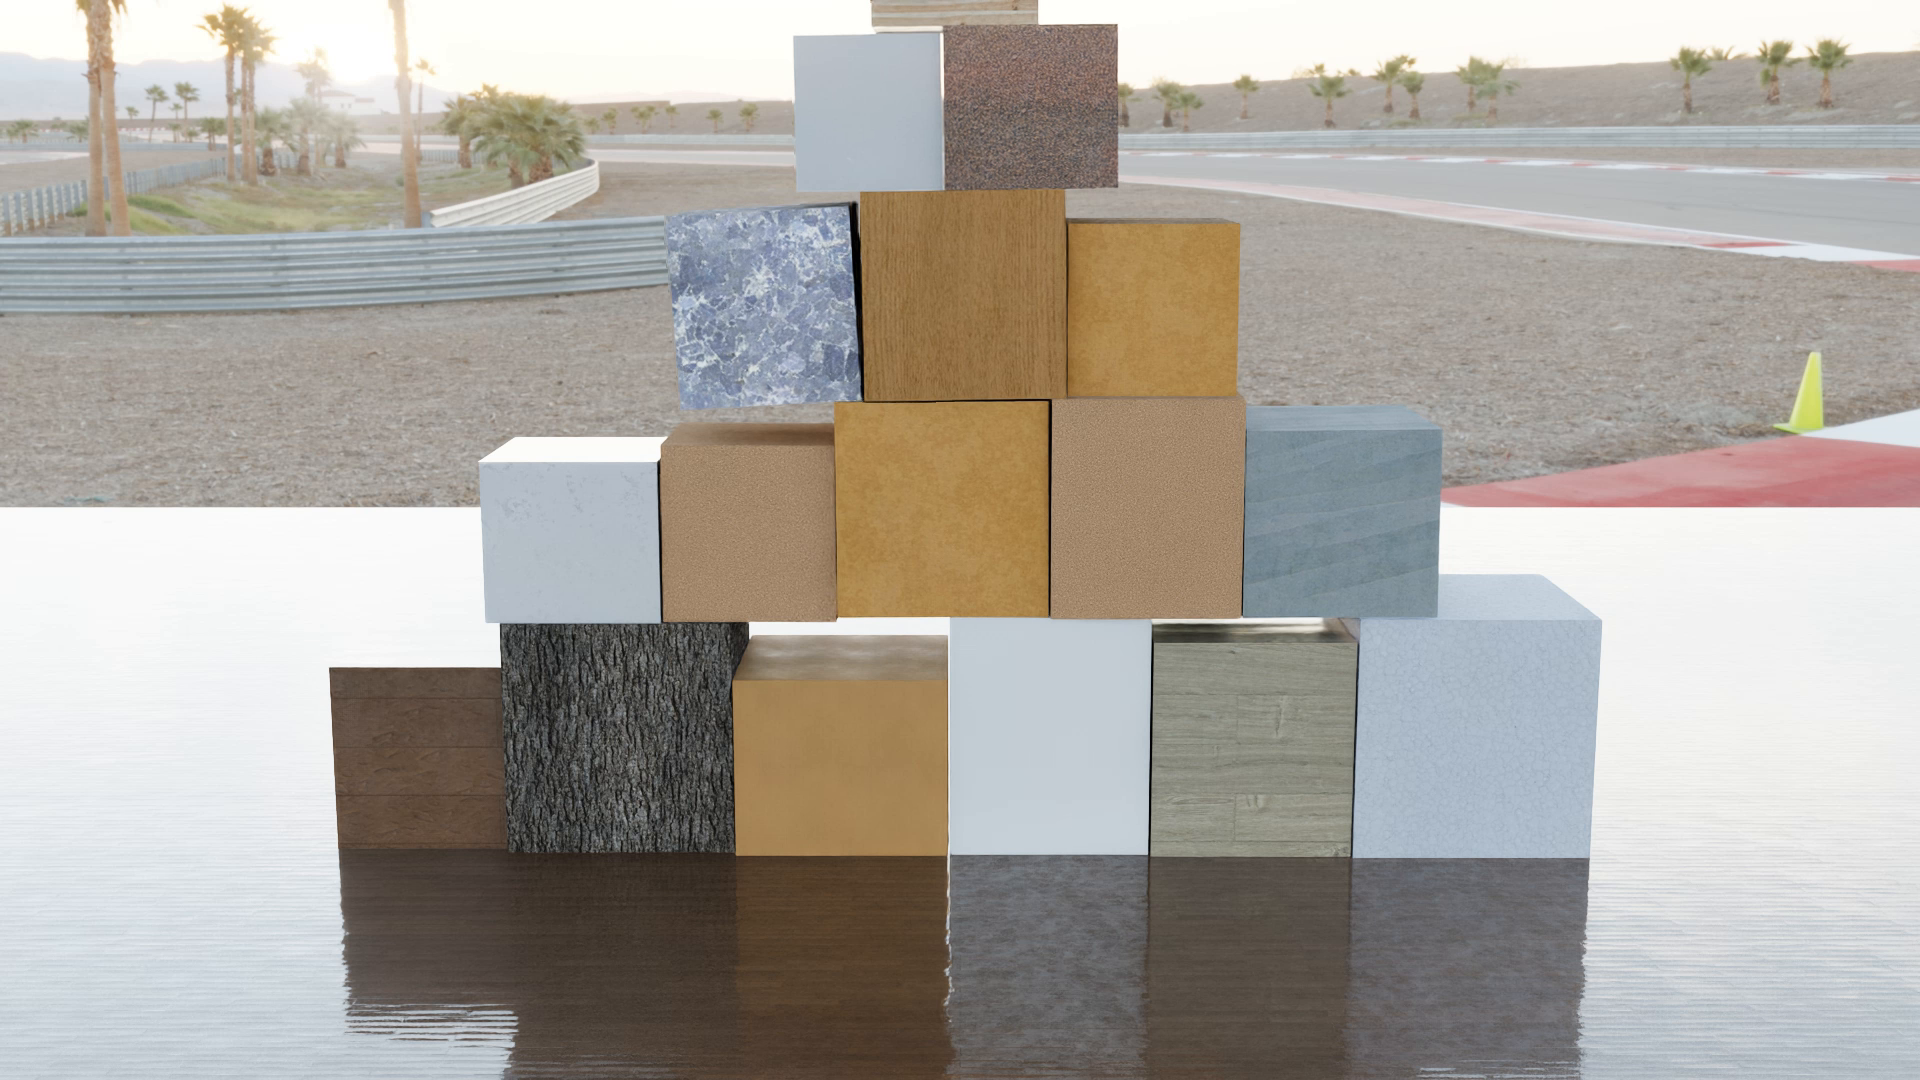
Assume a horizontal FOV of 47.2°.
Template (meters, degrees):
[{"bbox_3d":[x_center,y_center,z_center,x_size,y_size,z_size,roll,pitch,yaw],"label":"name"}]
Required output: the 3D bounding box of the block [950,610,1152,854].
[{"bbox_3d":[0.442,0.881,11.351,0.988,1.204,1.032,0,10,0],"label":"block"}]

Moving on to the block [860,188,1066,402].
[{"bbox_3d":[0.019,-1.251,10.960,0.969,0.993,1.002,-1,10,0],"label":"block"}]

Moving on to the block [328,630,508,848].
[{"bbox_3d":[-2.695,1.013,11.375,0.854,0.937,0.854,0,10,0],"label":"block"}]

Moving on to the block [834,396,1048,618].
[{"bbox_3d":[-0.087,-0.233,11.153,1.030,1.059,1.008,0,10,0],"label":"block"}]

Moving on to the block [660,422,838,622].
[{"bbox_3d":[-1.032,-0.105,11.178,0.852,0.877,0.874,0,10,0],"label":"block"}]

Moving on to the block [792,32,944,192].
[{"bbox_3d":[-0.435,-2.090,10.790,0.697,0.732,0.754,-1,10,0],"label":"block"}]

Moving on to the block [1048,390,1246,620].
[{"bbox_3d":[0.906,-0.241,11.152,0.929,1.075,1.088,0,10,0],"label":"block"}]

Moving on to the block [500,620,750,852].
[{"bbox_3d":[-1.691,0.902,11.346,1.133,1.166,0.949,0,10,0],"label":"block"}]

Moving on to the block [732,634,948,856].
[{"bbox_3d":[-0.588,1.038,11.355,1.053,0.896,1.018,0,10,0],"label":"block"}]

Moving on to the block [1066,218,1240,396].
[{"bbox_3d":[0.931,-1.174,10.966,0.820,0.828,0.766,0,10,0],"label":"block"}]

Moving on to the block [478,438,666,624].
[{"bbox_3d":[-1.901,-0.064,11.159,0.860,0.802,0.884,0,10,0],"label":"block"}]

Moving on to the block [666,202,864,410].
[{"bbox_3d":[-0.937,-1.183,10.949,0.873,0.926,0.876,-3,10,1],"label":"block"}]

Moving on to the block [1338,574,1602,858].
[{"bbox_3d":[2.535,0.879,11.358,1.174,1.207,1.154,0,10,0],"label":"block"}]

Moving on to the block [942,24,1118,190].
[{"bbox_3d":[0.335,-2.116,10.786,0.821,0.762,0.881,-1,10,0],"label":"block"}]

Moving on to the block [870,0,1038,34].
[{"bbox_3d":[-0.028,-2.866,10.664,0.789,0.766,0.822,-1,10,0],"label":"block"}]

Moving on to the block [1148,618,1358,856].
[{"bbox_3d":[1.442,0.942,11.346,0.991,1.087,1.068,0,10,0],"label":"block"}]

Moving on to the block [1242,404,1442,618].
[{"bbox_3d":[1.851,-0.163,11.143,0.951,0.921,0.995,-1,10,0],"label":"block"}]
